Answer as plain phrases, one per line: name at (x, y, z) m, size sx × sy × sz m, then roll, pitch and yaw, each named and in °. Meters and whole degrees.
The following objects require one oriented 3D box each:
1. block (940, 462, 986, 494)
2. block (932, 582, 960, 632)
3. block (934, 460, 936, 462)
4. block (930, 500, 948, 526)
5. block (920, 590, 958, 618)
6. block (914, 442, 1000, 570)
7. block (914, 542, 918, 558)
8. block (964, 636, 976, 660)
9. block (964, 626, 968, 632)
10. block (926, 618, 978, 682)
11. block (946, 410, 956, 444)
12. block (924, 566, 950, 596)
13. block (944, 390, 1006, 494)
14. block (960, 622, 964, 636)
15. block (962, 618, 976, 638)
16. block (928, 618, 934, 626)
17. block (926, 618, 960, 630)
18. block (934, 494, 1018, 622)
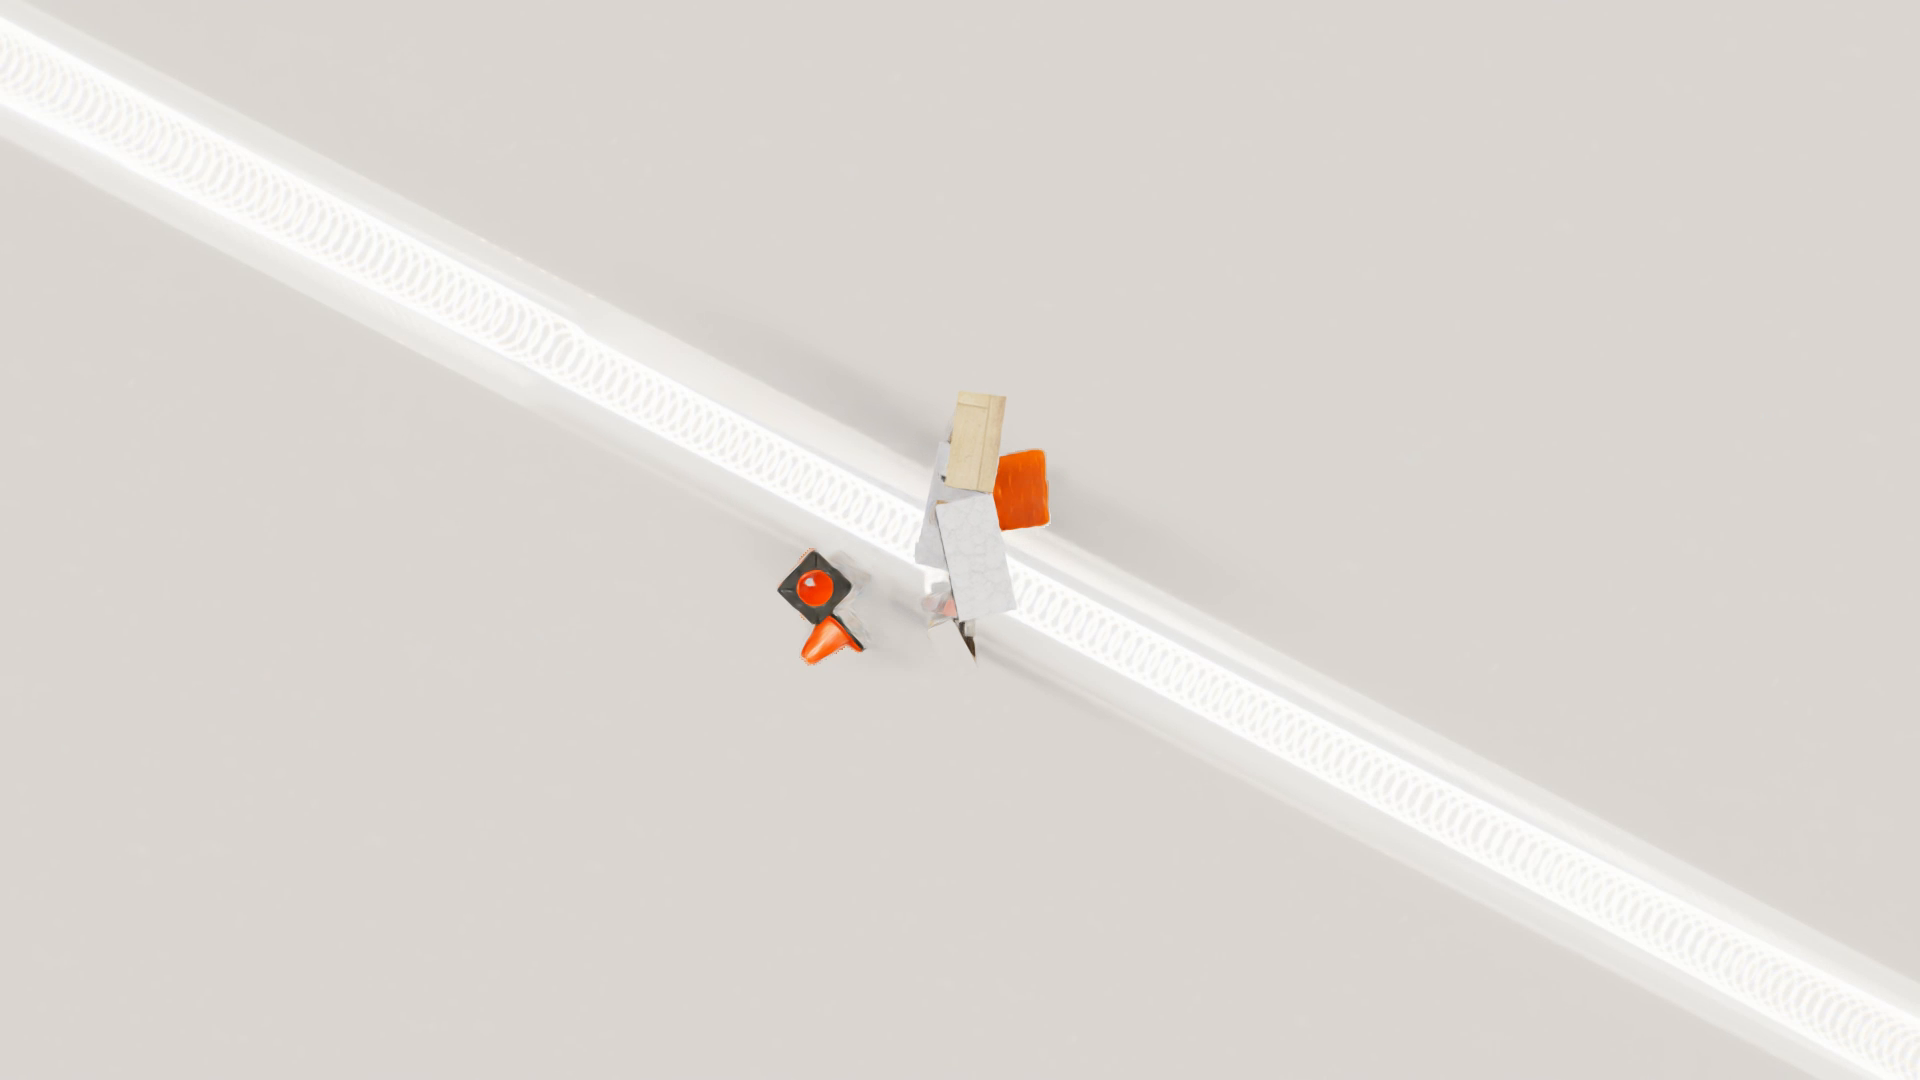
block at (0.015, -0.161, 4.324) m, size 0.123 × 0.246 × 0.035 m, roll 17°, pitch 89°, yaw 0°
block at (-0.042, 0.193, 4.678) m, size 0.072 × 0.020 × 0.144 m, roll -3°, pitch 90°, yaw 2°
block at (0.009, -0.189, 4.716) m, size 0.169 × 0.437 × 0.048 m, roll 5°, pitch 90°, yaw -1°
block at (0.002, -0.063, 4.295) m, size 0.148 × 0.295 × 0.042 m, roll 7°, pitch 87°, yaw -4°
block at (0.014, 0.164, 4.408) m, size 0.148 × 0.516 × 0.042 m, roll -10°, pitch 91°, yaw -12°
block at (-0.008, -0.084, 4.471) m, size 0.169 × 0.048 × 0.338 m, roll 12°, pitch 89°, yaw -1°
block at (-0.037, 0.038, 4.665) m, size 0.169 × 0.338 × 0.048 m, roll 7°, pitch 90°, yaw 2°
block at (0.004, 0.327, 5.008) m, size 0.078 × 0.985 × 0.022 m, roll 0°, pitch 90°, yaw 0°
block at (-0.006, 0.283, 5.208) m, size 0.052 × 0.104 × 0.015 m, roll -3°, pitch 90°, yaw 4°
block at (-0.021, 0.299, 4.501) m, size 0.078 × 0.022 × 0.157 m, roll -28°, pitch 95°, yaw 2°
block at (0.034, -0.314, 4.570) m, size 0.123 × 0.731 × 0.035 m, roll -3°, pitch 89°, yaw -2°
block at (-0.031, 0.056, 4.854) m, size 0.143 × 0.041 × 0.286 m, roll 1°, pitch 90°, yaw 2°
block at (0.040, -0.249, 4.185) m, size 0.123 × 0.035 × 0.246 m, roll 8°, pitch 89°, yaw -1°
block at (-0.013, 0.248, 5.148) m, size 0.052 × 0.015 × 0.104 m, roll -2°, pitch 90°, yaw 5°
block at (-0.006, 0.207, 5.275) m, size 0.104 × 0.029 × 0.208 m, roll -2°, pitch 90°, yaw 2°
block at (-0.035, 0.232, 4.916) m, size 0.072 × 0.451 × 0.020 m, roll -2°, pitch 93°, yaw 5°
block at (-0.047, 0.244, 4.588) m, size 0.078 × 0.157 × 0.022 m, roll -14°, pitch 91°, yaw 4°
block at (0.039, 0.044, 4.125) m, size 0.148 × 0.042 × 0.295 m, roll -12°, pitch 89°, yaw -4°
